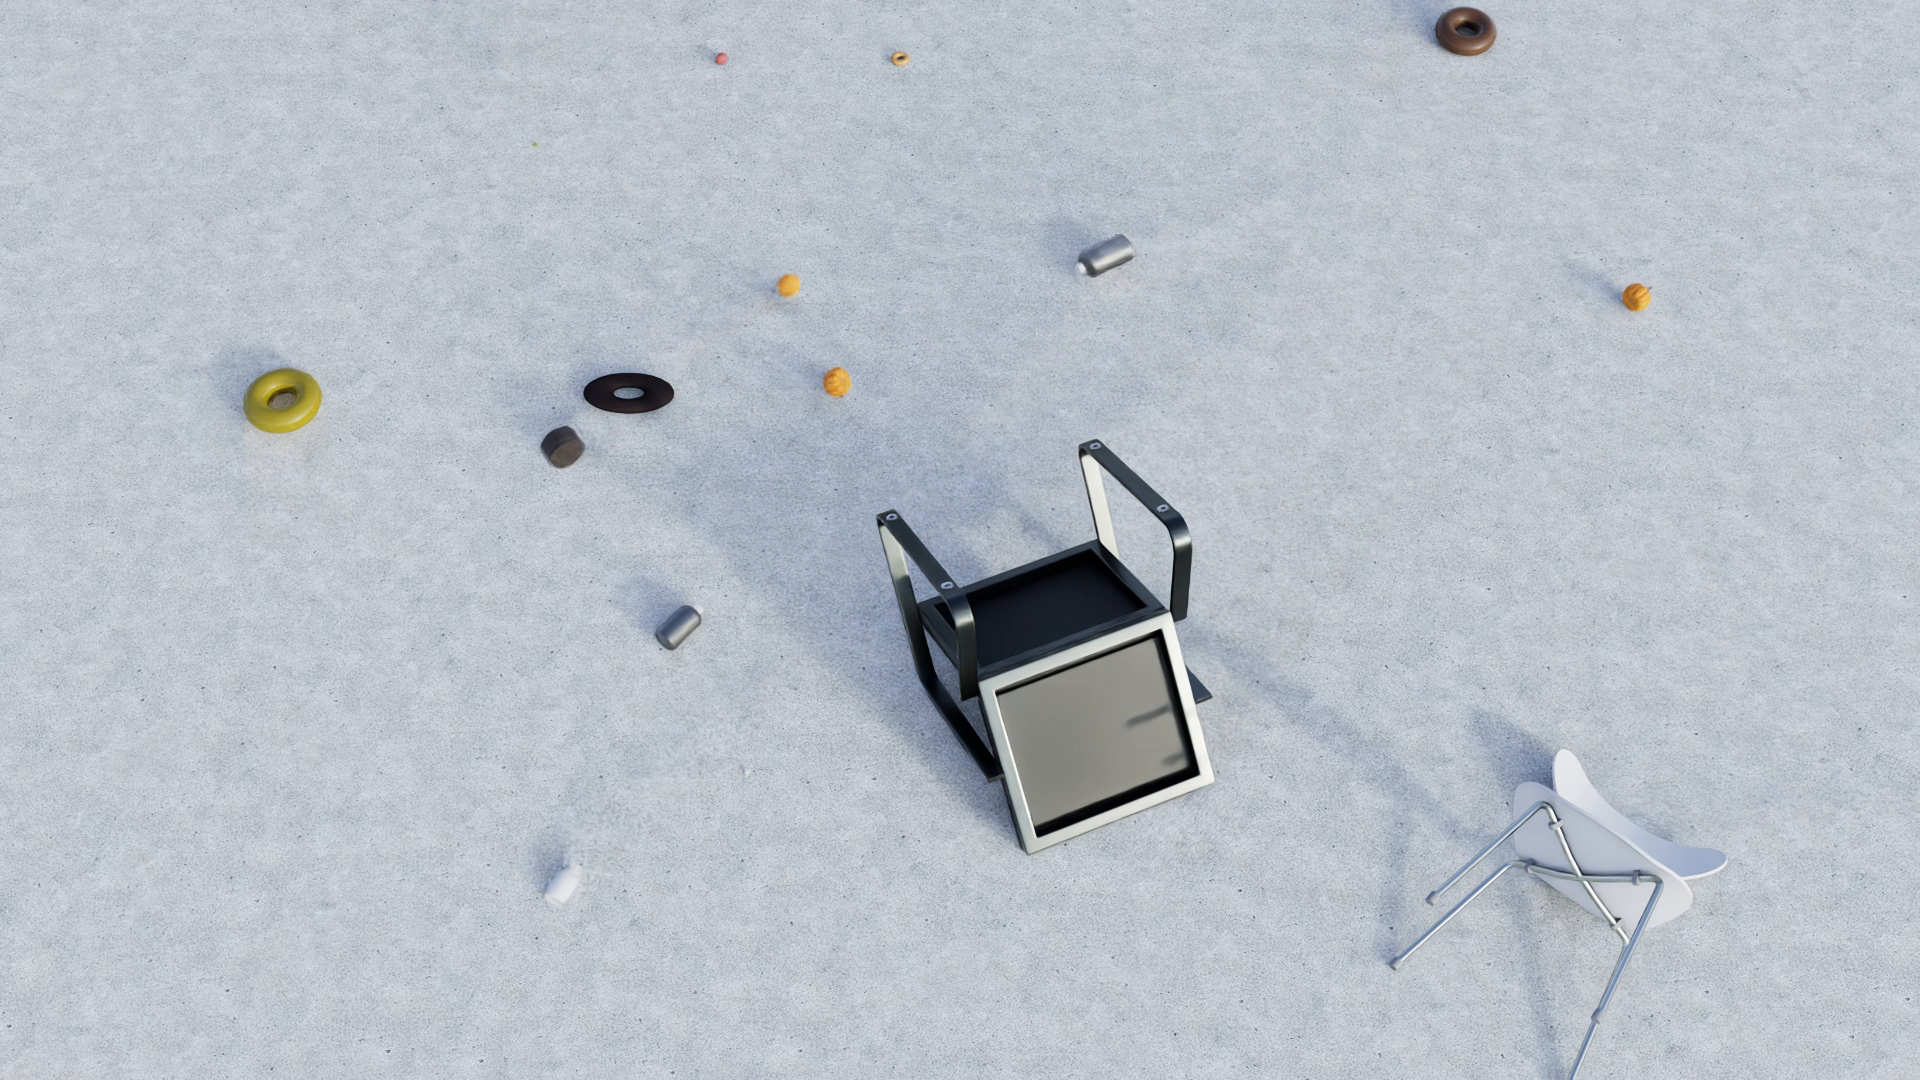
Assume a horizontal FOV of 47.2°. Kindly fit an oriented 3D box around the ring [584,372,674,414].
[{"bbox_3d":[-1.033,-0.458,6.858,0.285,0.040,0.152,1,57,0],"label":"ring"}]

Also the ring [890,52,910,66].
[{"bbox_3d":[-0.209,-1.684,7.692,0.068,0.021,0.061,-6,57,-5],"label":"ring"}]

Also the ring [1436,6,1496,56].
[{"bbox_3d":[1.780,-1.789,7.733,0.214,0.071,0.215,-33,63,-19],"label":"ring"}]

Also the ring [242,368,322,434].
[{"bbox_3d":[-2.101,-0.432,6.817,0.242,0.080,0.240,-33,61,-21],"label":"ring"}]
